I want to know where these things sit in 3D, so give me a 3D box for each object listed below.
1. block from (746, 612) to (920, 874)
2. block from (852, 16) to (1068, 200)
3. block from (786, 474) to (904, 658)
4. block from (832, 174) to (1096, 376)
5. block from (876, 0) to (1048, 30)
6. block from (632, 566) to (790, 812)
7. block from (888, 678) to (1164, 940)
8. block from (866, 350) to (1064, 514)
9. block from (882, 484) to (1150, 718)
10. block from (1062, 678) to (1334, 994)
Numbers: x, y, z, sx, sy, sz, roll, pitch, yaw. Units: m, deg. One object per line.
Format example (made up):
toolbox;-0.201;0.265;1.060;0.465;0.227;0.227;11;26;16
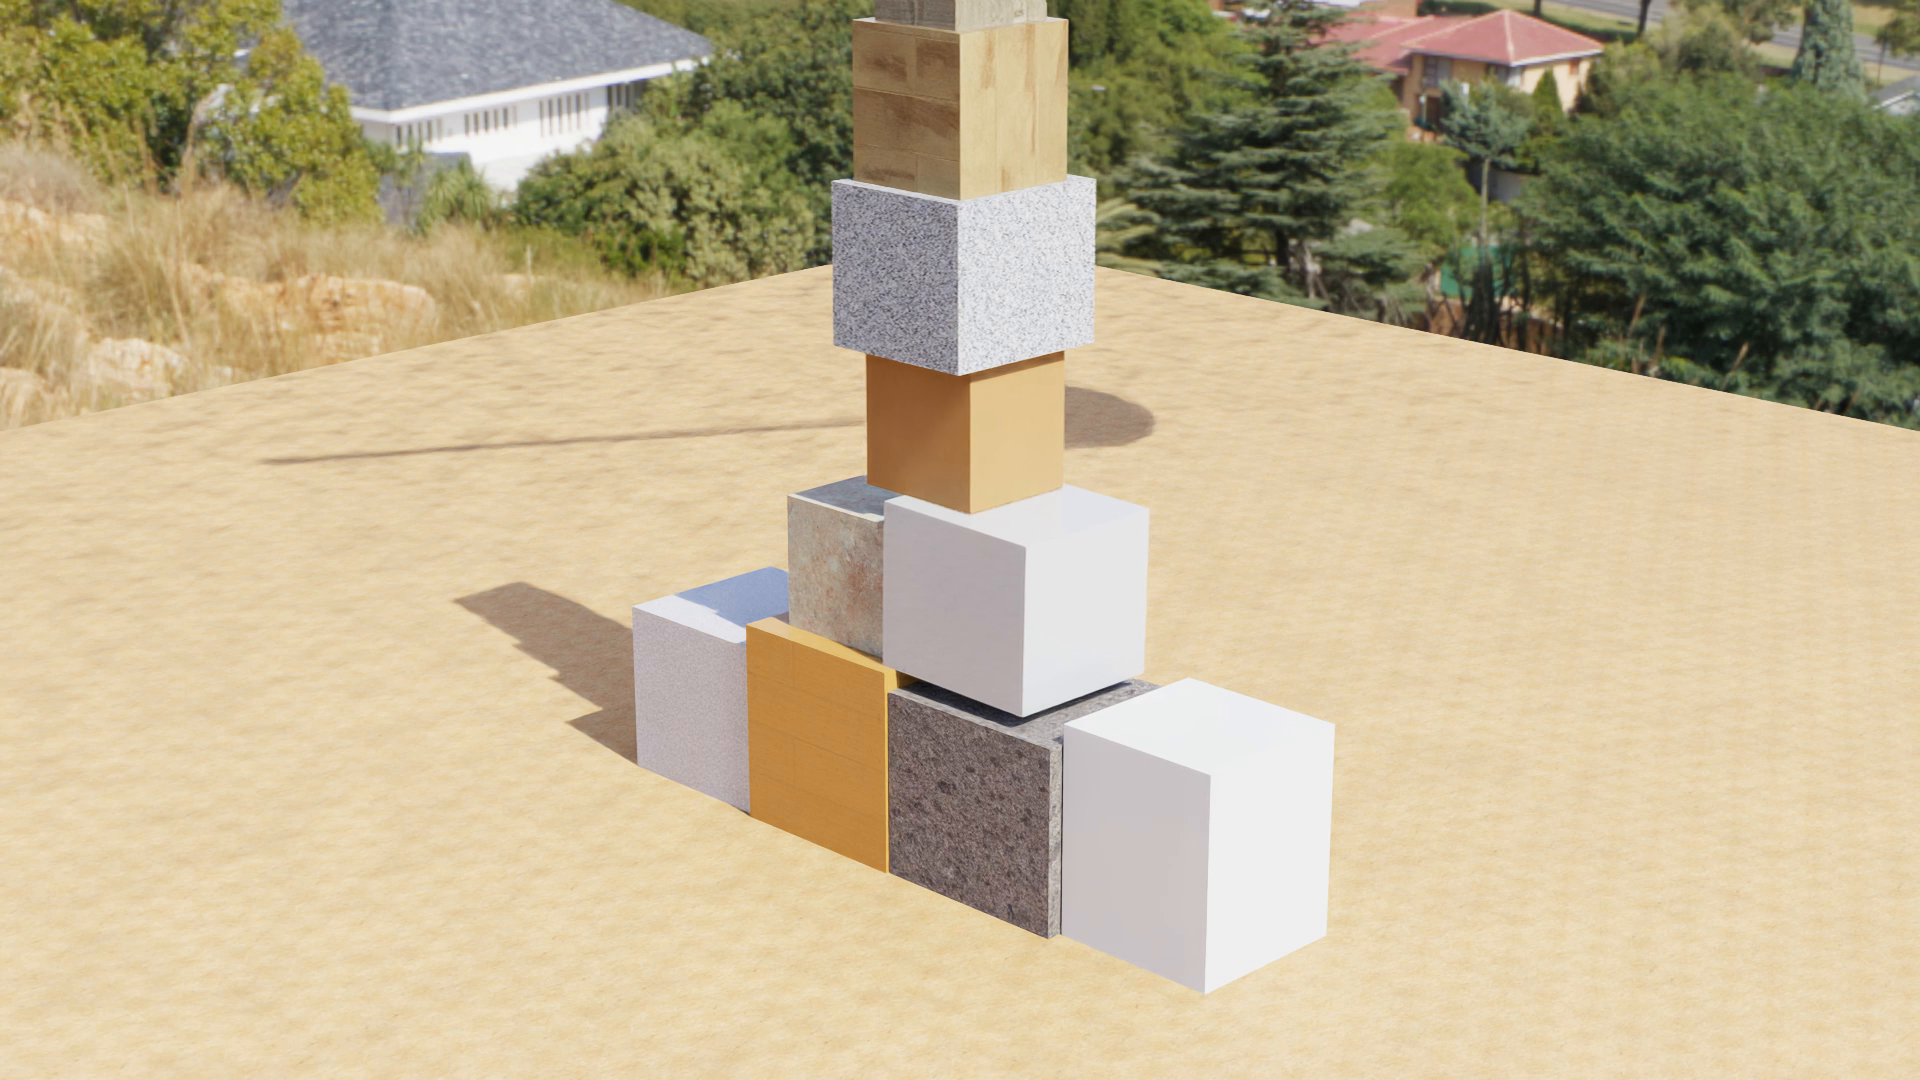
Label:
block;-0.340;0.865;13.960;0.945;0.979;0.948;-17;24;-42
block;0.001;-1.906;12.726;0.660;0.700;0.656;-17;24;-42
block;-0.315;0.099;13.699;0.678;0.639;0.703;-17;24;-42
block;0.017;-1.225;12.955;0.855;0.737;0.784;-17;24;-42
block;0.005;-2.521;12.538;0.555;0.586;0.490;-17;24;-42
block;-0.985;0.728;14.614;0.912;0.847;0.884;-17;24;-42
block;0.358;1.116;13.312;0.925;0.888;0.999;-17;24;-42
block;0.022;-0.561;13.167;0.597;0.657;0.658;-17;24;-42
block;0.245;0.214;13.126;0.790;0.778;0.876;-17;25;-42
block;1.024;1.259;12.690;0.816;0.988;0.823;-17;24;-42
